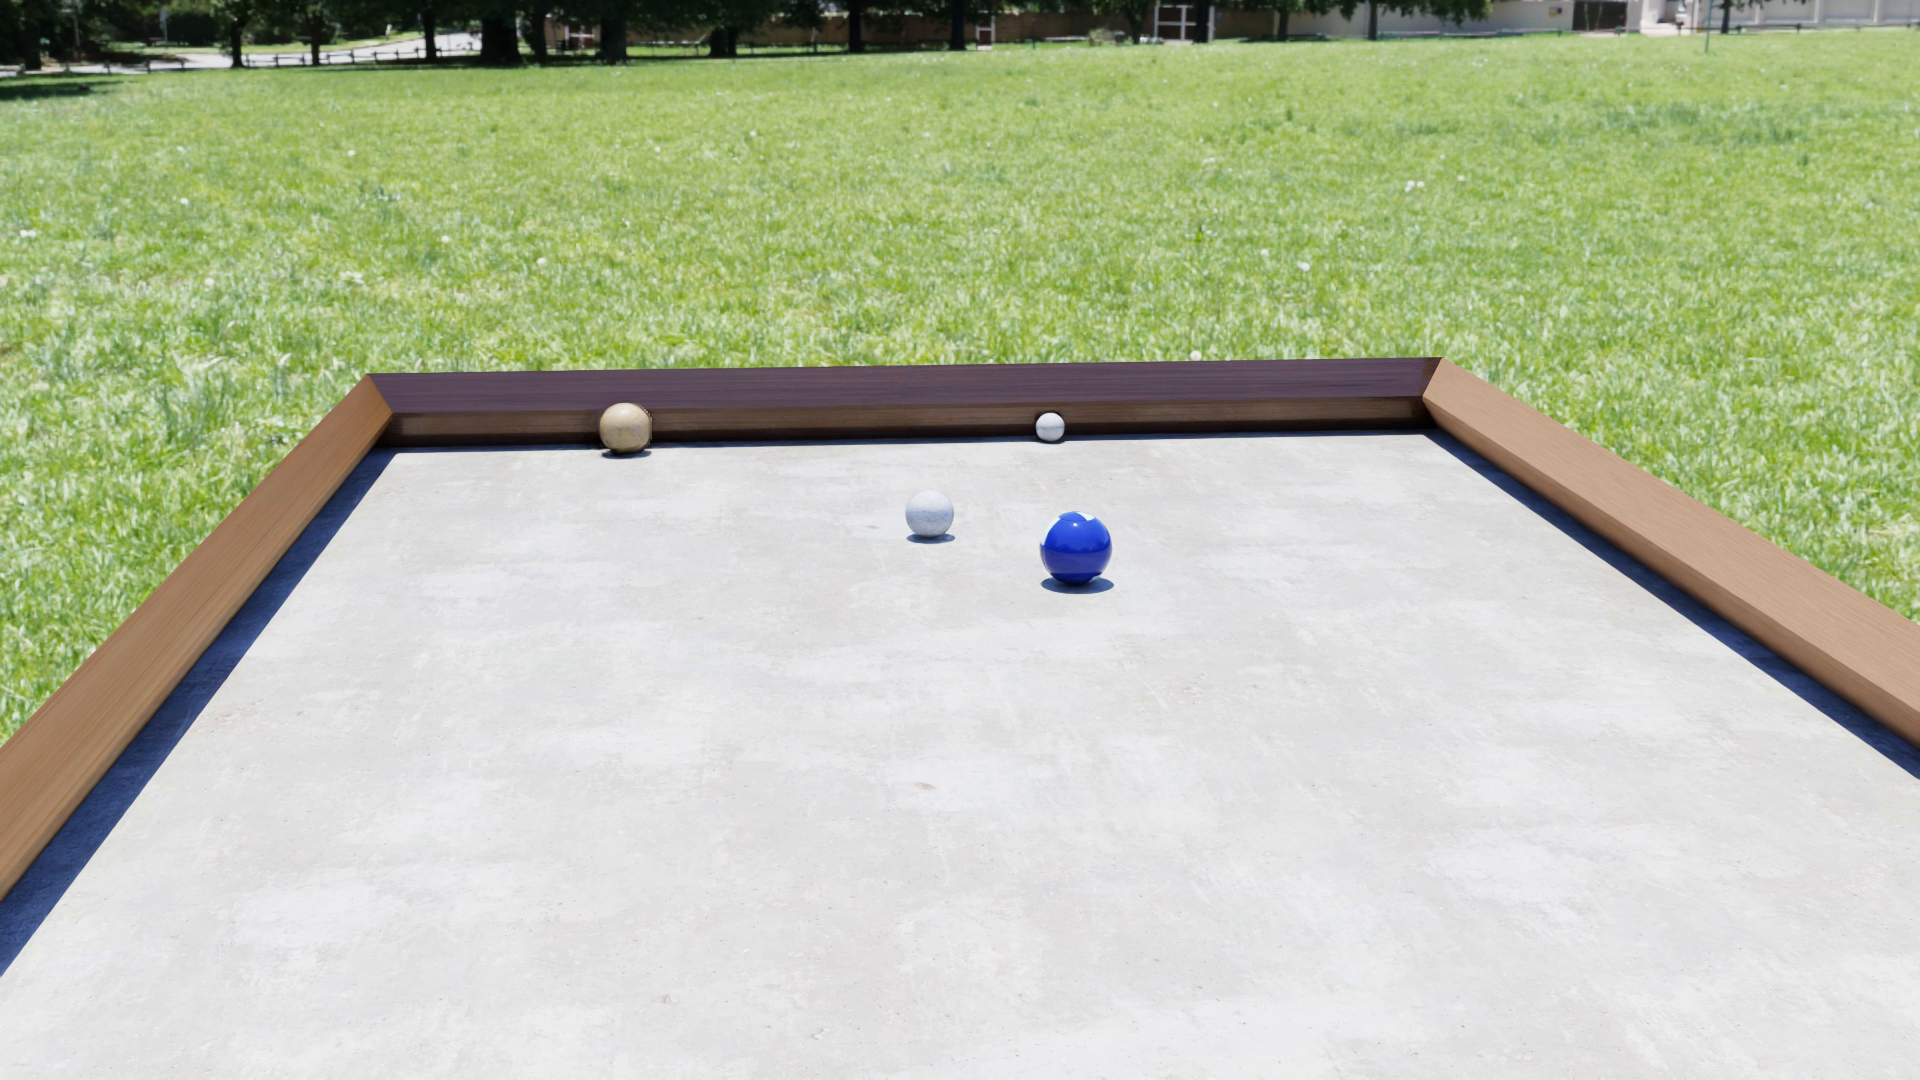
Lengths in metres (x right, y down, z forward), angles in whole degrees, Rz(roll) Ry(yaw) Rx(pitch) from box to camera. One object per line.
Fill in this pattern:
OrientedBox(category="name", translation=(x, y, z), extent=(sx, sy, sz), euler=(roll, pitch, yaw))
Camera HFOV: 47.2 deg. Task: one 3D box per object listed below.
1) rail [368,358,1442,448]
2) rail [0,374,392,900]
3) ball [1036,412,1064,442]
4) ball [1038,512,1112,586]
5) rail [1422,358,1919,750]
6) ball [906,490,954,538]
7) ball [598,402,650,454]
OrientedBox(category="rail", translation=(-0.070, -0.221, 3.573), extent=(1.758, 0.119, 0.045), euler=(-1, 15, -5))
OrientedBox(category="rail", translation=(-0.780, 0.197, 1.950), extent=(0.045, 0.119, 3.261), euler=(-1, 15, -5))
OrientedBox(category="ball", translation=(0.147, -0.183, 3.574), extent=(0.047, 0.047, 0.047), euler=(0, 14, 0))
OrientedBox(category="ball", translation=(0.144, 0.010, 2.736), extent=(0.092, 0.092, 0.092), euler=(0, 14, 0))
OrientedBox(category="rail", translation=(0.923, 0.160, 2.096), extent=(0.045, 0.119, 3.261), euler=(-1, 15, -5))
OrientedBox(category="ball", translation=(-0.041, -0.035, 2.963), extent=(0.066, 0.066, 0.066), euler=(0, 14, 0))
OrientedBox(category="ball", translation=(-0.530, -0.176, 3.480), extent=(0.082, 0.082, 0.082), euler=(0, 14, 0))
